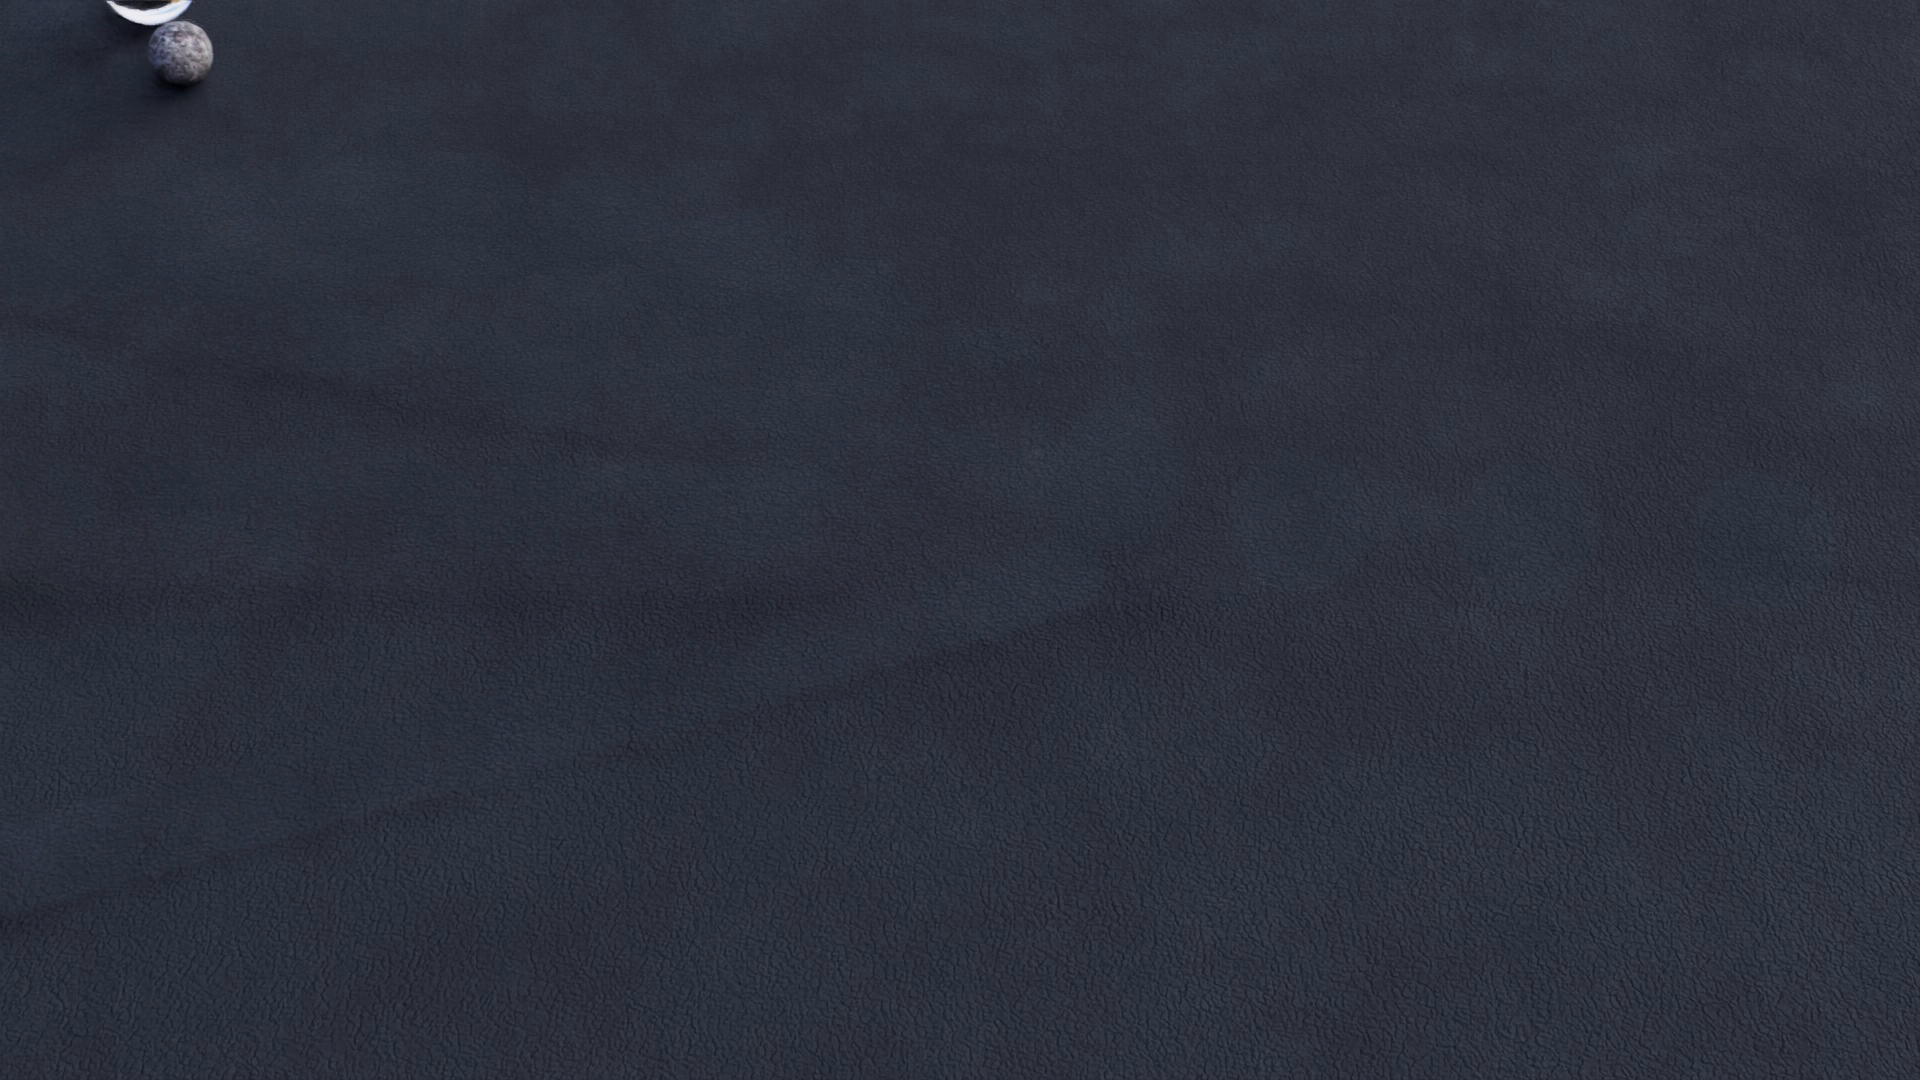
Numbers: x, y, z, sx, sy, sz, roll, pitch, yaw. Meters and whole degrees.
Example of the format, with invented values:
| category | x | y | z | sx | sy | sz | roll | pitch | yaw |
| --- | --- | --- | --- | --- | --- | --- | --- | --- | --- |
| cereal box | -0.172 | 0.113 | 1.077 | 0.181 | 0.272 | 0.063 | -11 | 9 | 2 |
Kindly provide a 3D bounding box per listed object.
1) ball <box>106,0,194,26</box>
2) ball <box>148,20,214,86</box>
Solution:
| category | x | y | z | sx | sy | sz | roll | pitch | yaw |
| --- | --- | --- | --- | --- | --- | --- | --- | --- | --- |
| ball | -0.688 | -0.478 | 2.173 | 0.082 | 0.082 | 0.082 | 0 | 37 | 0 |
| ball | -0.635 | -0.397 | 2.091 | 0.052 | 0.052 | 0.052 | 0 | 37 | 0 |
